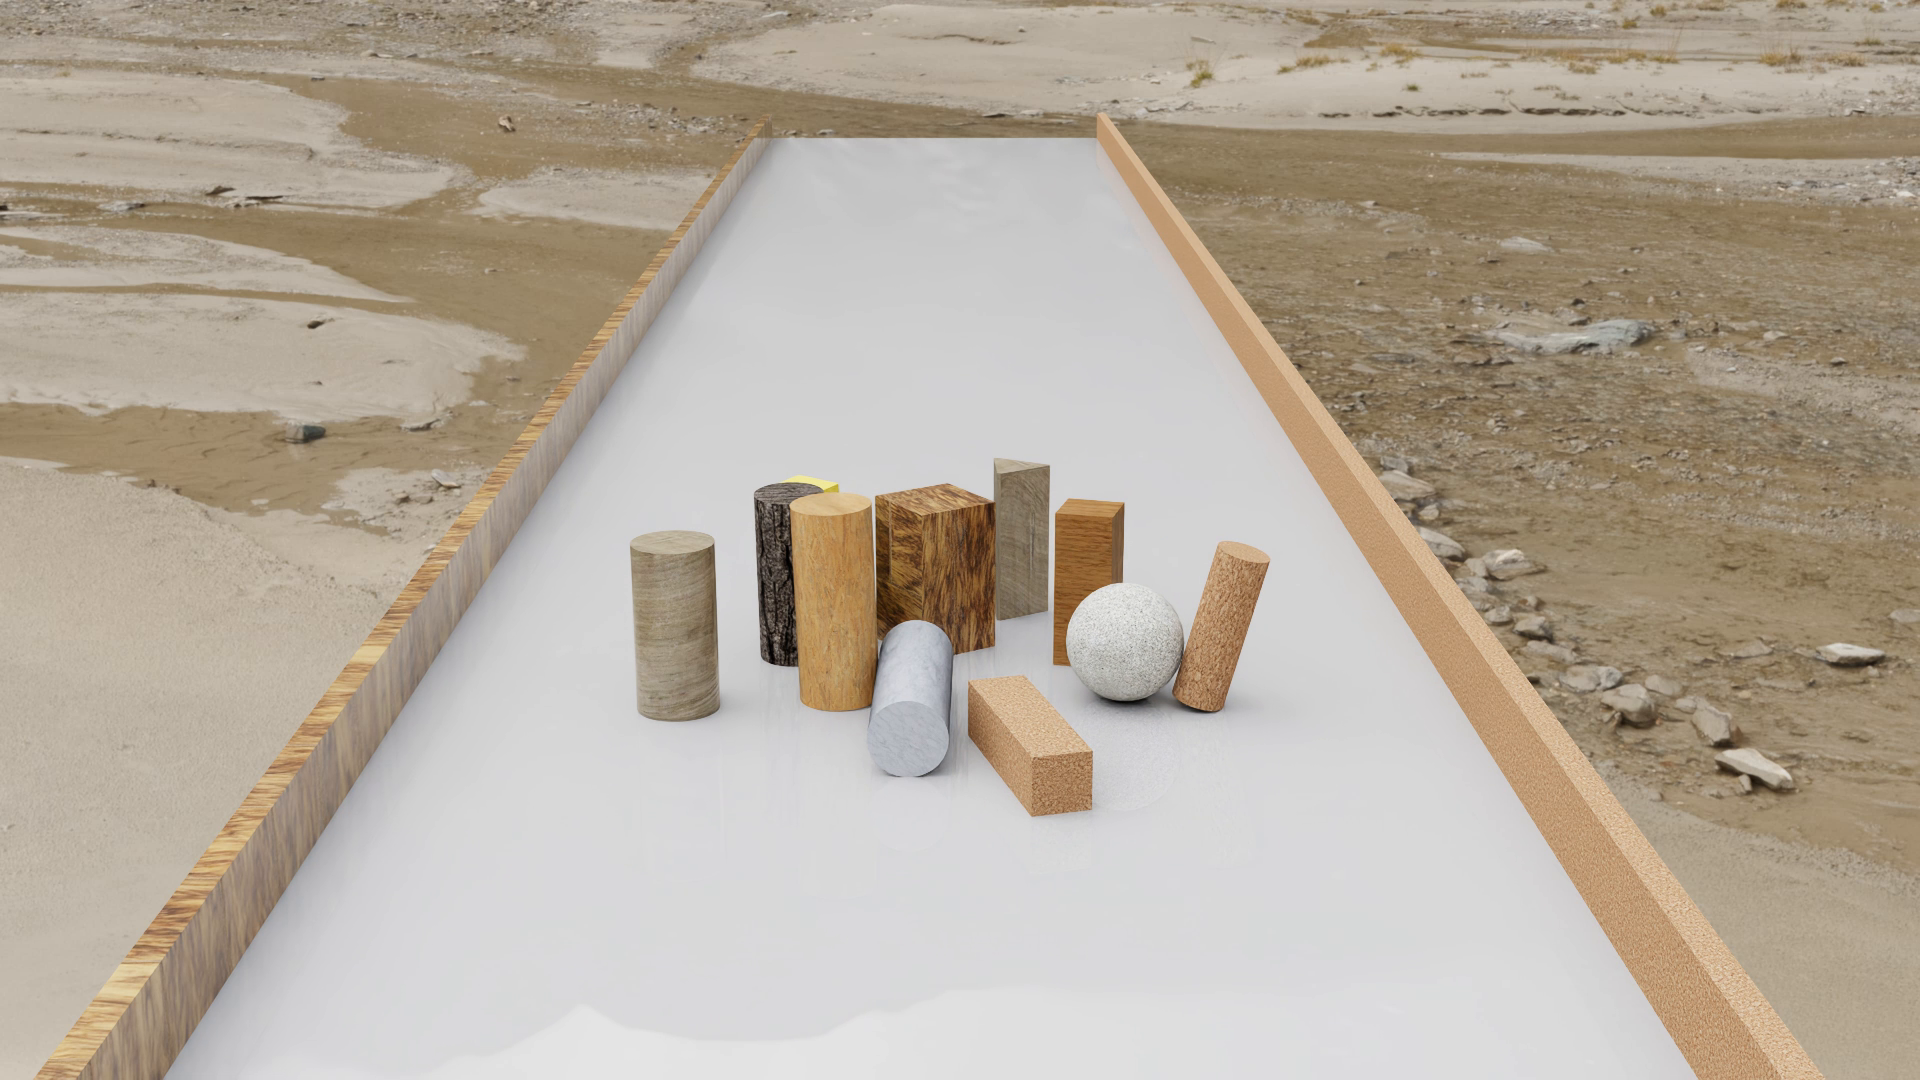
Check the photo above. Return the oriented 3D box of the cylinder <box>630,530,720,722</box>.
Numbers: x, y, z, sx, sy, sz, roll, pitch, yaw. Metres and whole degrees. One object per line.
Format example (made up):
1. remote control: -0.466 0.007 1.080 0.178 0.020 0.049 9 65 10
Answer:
1. cylinder: -0.533 0.160 4.117 0.157 0.326 0.157 0 17 0

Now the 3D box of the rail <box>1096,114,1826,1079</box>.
1. rail: 0.932 -0.844 7.801 0.050 0.150 12.000 0 17 -1

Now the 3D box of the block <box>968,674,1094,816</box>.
1. block: 0.118 0.355 3.847 0.107 0.107 0.383 -5 17 -15

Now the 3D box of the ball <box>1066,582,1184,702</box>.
1. ball: 0.314 0.194 4.181 0.225 0.225 0.225 0 17 0

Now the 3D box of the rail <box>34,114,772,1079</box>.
1. rail: -1.118 -0.838 7.780 0.050 0.150 12.000 0 17 -1

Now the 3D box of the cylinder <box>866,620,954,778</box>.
1. cylinder: -0.087 0.284 4.024 0.143 0.143 0.435 0 17 1

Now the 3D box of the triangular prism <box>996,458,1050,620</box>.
1. triangular prism: 0.105 -0.007 4.686 0.130 0.322 0.112 -10 19 -31

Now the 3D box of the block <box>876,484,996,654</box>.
1. block: -0.050 0.063 4.478 0.176 0.305 0.176 -11 20 -32

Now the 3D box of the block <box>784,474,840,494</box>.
1. block: -0.316 0.039 4.530 0.110 0.314 0.110 13 26 37

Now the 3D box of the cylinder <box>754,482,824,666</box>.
1. cylinder: -0.335 0.068 4.385 0.138 0.341 0.138 -1 20 0

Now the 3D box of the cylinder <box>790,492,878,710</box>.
1. cylinder: -0.235 0.116 4.155 0.153 0.384 0.153 -2 17 1

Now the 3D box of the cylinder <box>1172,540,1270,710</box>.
1. cylinder: 0.489 0.161 4.122 0.101 0.305 0.101 14 19 -5

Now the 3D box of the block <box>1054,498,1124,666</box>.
1. block: 0.257 0.087 4.383 0.115 0.314 0.115 5 17 15
